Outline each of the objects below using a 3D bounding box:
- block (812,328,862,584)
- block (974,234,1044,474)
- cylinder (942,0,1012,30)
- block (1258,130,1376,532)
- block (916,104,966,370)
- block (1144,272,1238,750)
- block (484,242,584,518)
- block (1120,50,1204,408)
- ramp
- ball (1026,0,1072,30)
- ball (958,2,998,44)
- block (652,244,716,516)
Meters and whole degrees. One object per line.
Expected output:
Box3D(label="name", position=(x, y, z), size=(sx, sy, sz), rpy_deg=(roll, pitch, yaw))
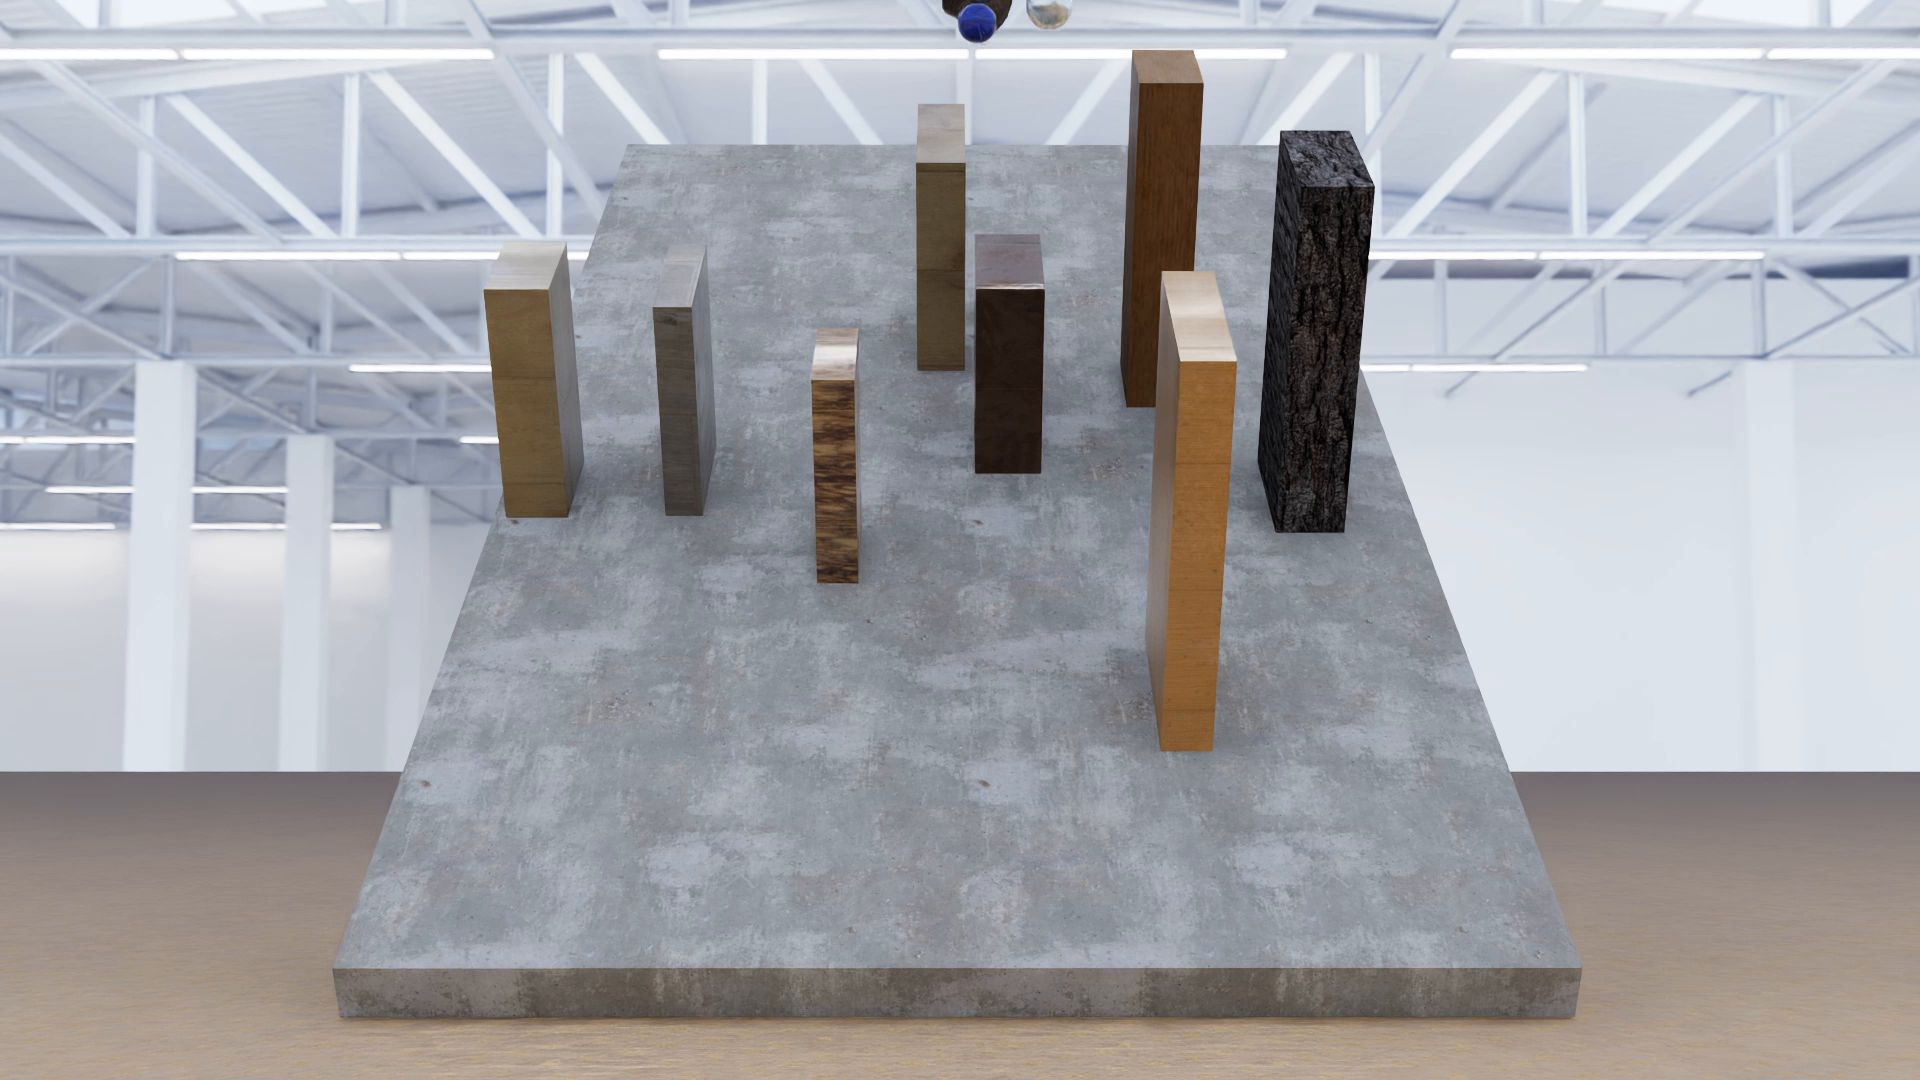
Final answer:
Box3D(label="block", position=(-0.252, -0.173, 4.930), size=(0.084, 0.459, 0.255), rpy_deg=(0, 28, 0))
Box3D(label="block", position=(0.108, -0.423, 5.408), size=(0.148, 0.446, 0.326), rpy_deg=(0, 28, 0))
Box3D(label="cylinder", position=(0.054, -1.690, 7.496), size=(0.155, 0.155, 0.155), rpy_deg=(31, 9, 26))
Box3D(label="block", position=(0.751, -0.441, 5.094), size=(0.147, 0.781, 0.346), rpy_deg=(0, 28, 0))
Box3D(label="block", position=(-0.047, -0.755, 5.931), size=(0.116, 0.534, 0.441), rpy_deg=(0, 28, 0))
Box3D(label="block", position=(0.415, -0.052, 4.371), size=(0.095, 0.780, 0.401), rpy_deg=(0, 28, 0))
Box3D(label="block", position=(-0.916, -0.347, 5.171), size=(0.134, 0.532, 0.271), rpy_deg=(0, 28, 0))
Box3D(label="block", position=(0.468, -0.724, 5.603), size=(0.143, 0.794, 0.252), rpy_deg=(0, 28, 0))
Box3D(label="ramp", position=(-0.012, -0.221, 5.608), size=(2.000, 0.100, 4.000), rpy_deg=(0, 28, 0))
Box3D(label="ball", position=(0.271, -1.618, 7.255), size=(0.140, 0.140, 0.140), rpy_deg=(0, -5, 0))
Box3D(label="ball", position=(0.051, -1.524, 7.050), size=(0.118, 0.118, 0.118), rpy_deg=(0, -5, 0))
Box3D(label="block", position=(-0.598, -0.351, 5.226), size=(0.080, 0.489, 0.352), rpy_deg=(0, 28, 0))
